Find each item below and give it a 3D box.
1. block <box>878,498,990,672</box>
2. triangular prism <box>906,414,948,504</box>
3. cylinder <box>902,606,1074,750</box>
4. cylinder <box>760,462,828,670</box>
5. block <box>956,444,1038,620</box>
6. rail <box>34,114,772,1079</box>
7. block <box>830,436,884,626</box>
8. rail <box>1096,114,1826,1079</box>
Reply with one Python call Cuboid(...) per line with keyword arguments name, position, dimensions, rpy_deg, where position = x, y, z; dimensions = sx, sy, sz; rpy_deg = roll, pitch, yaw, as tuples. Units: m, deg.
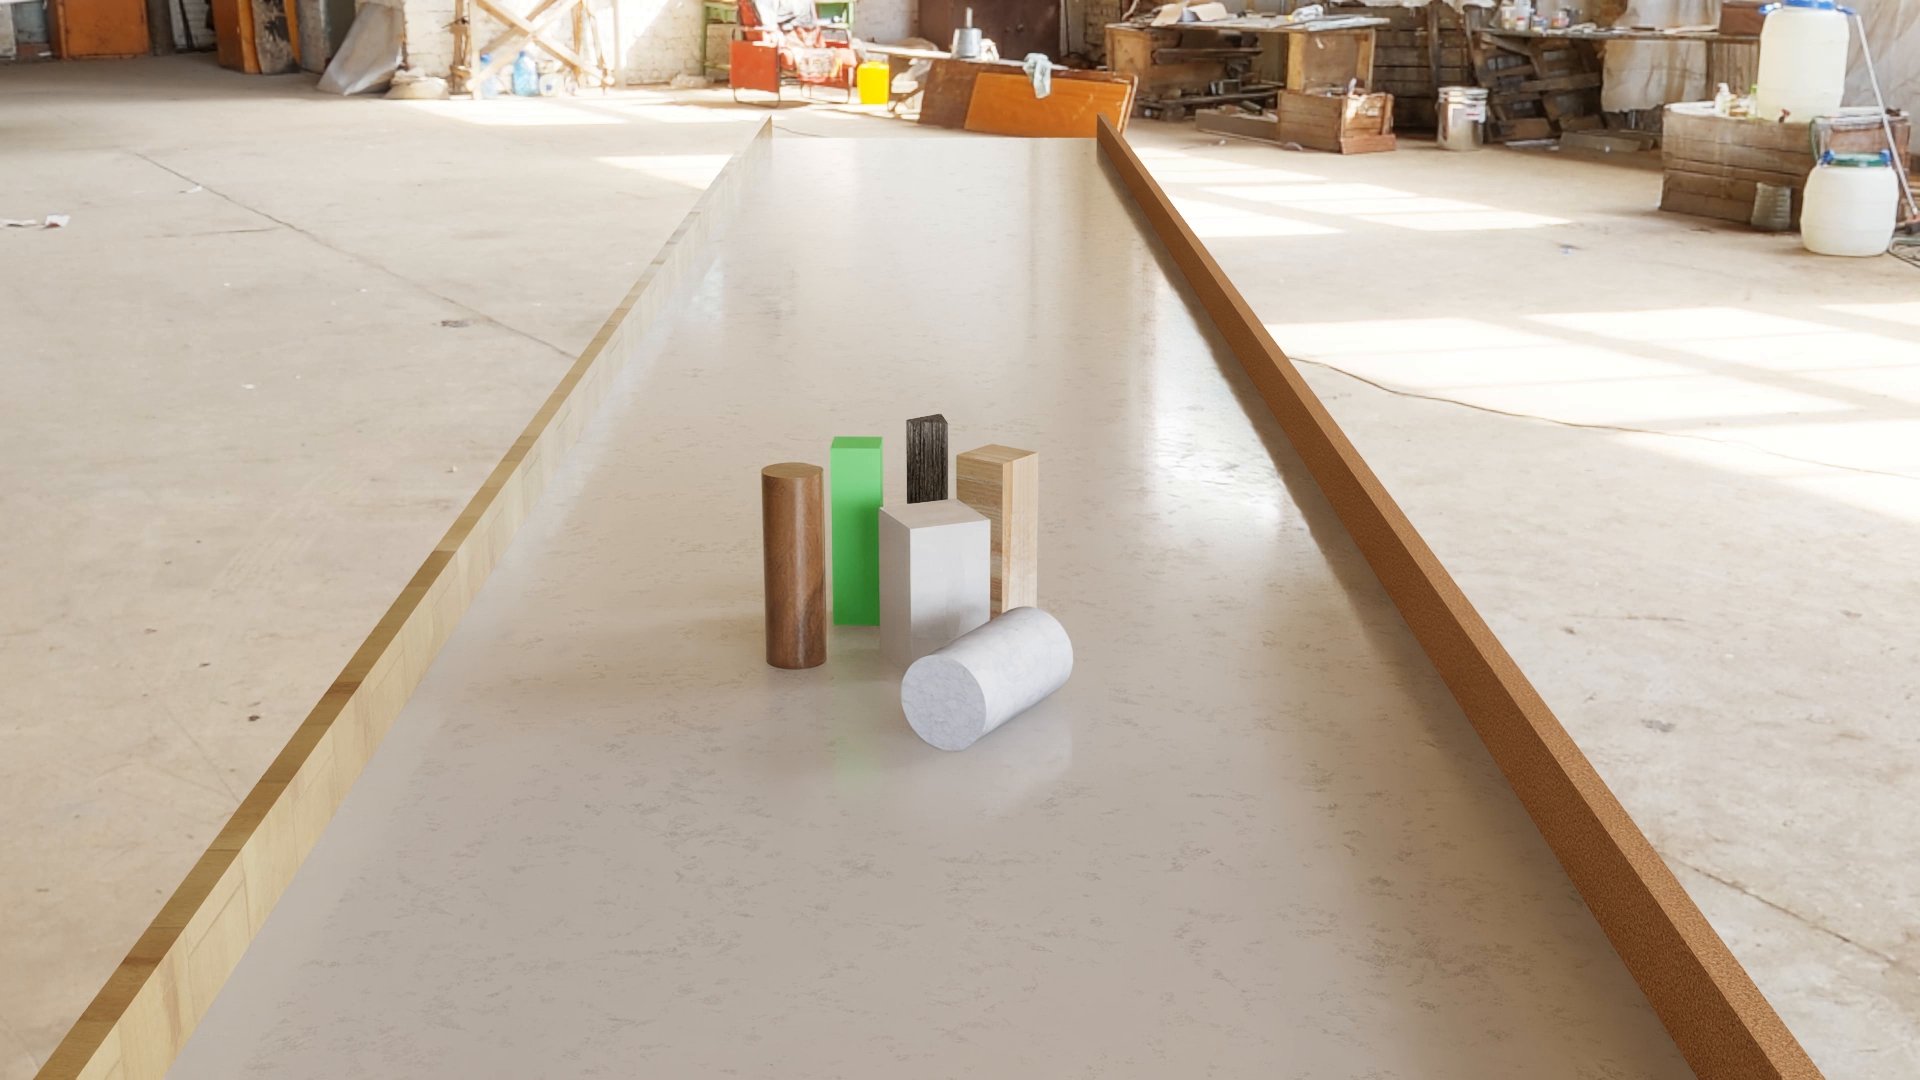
Cuboid(name="block", position=(-0.052, 0.093, 4.384), dimensions=(0.169, 0.303, 0.169), rpy_deg=(-7, 18, -22))
Cuboid(name="triangular prism", position=(-0.058, -0.094, 4.902), dimensions=(0.096, 0.366, 0.084), rpy_deg=(6, 18, 20))
Cuboid(name="cylinder", position=(0.053, 0.252, 4.065), dimensions=(0.180, 0.180, 0.323), rpy_deg=(10, 19, 30))
Cuboid(name="cylinder", position=(-0.329, 0.051, 4.364), dimensions=(0.123, 0.393, 0.123), rpy_deg=(0, 17, 0))
Cuboid(name="block", position=(0.078, -0.009, 4.629), dimensions=(0.122, 0.357, 0.122), rpy_deg=(13, 21, 36))
Cuboid(name="rail", position=(-1.118, -0.838, 7.780), dimensions=(0.050, 0.150, 12.000), rpy_deg=(0, 17, -1))
Cuboid(name="block", position=(-0.214, -0.019, 4.618), dimensions=(0.101, 0.383, 0.101), rpy_deg=(0, 17, 2))
Cuboid(name="rail", position=(0.932, -0.844, 7.801), dimensions=(0.050, 0.150, 12.000), rpy_deg=(0, 17, -1))
